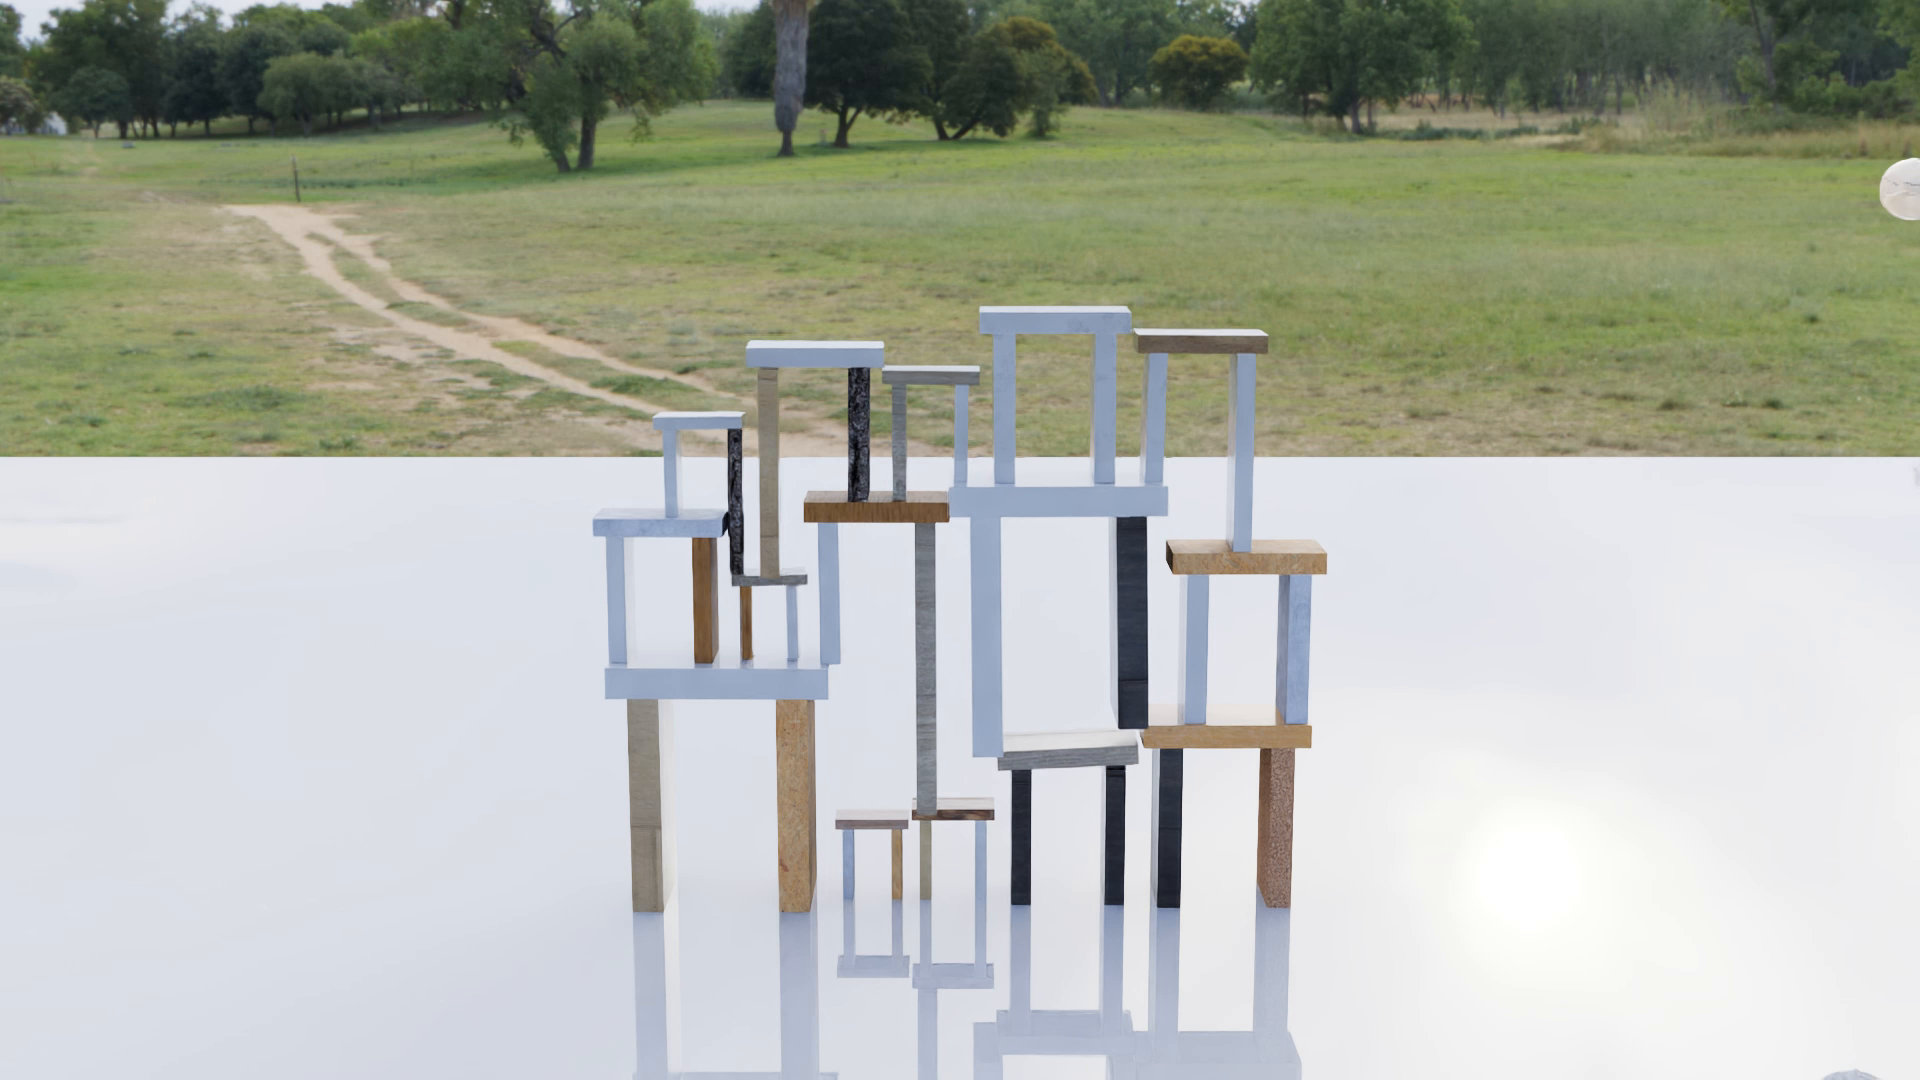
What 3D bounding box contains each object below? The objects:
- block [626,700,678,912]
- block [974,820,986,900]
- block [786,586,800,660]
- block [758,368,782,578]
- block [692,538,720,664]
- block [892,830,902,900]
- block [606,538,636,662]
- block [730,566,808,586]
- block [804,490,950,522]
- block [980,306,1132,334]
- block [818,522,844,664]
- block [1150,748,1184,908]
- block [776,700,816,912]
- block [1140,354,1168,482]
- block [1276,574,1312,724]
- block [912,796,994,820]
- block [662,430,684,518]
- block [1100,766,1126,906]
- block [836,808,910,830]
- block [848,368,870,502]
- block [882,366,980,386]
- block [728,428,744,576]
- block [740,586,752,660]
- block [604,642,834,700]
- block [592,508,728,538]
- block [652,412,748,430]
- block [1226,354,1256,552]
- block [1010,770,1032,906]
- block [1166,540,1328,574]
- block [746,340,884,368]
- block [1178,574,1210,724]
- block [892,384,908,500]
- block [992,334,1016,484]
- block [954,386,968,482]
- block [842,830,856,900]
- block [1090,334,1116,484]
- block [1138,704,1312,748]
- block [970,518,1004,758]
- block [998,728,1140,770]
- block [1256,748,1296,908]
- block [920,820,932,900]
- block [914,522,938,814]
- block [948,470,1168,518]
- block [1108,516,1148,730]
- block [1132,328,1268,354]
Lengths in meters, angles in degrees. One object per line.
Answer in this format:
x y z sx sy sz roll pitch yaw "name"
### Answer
-0.508 0.414 3.638 0.051 0.357 0.179 0 11 0 "block"
0.034 0.522 3.660 0.019 0.137 0.068 0 11 0 "block"
-0.272 0.129 3.579 0.017 0.122 0.061 -1 12 -1 "block"
-0.305 -0.114 3.529 0.030 0.339 0.107 0 11 -3 "block"
-0.413 0.088 3.573 0.029 0.206 0.103 0 11 0 "block"
-0.105 0.530 3.660 0.017 0.121 0.060 0 11 0 "block"
-0.551 0.087 3.573 0.029 0.206 0.103 0 11 0 "block"
-0.310 0.060 3.568 0.122 0.017 0.061 -1 11 -7 "block"
-0.133 -0.054 3.546 0.231 0.033 0.116 0 11 0 "block"
0.149 -0.350 3.494 0.237 0.034 0.118 0 11 1 "block"
-0.209 0.076 3.570 0.033 0.231 0.116 -1 11 0 "block"
0.342 0.457 3.643 0.038 0.271 0.135 0 11 0 "block"
-0.270 0.414 3.638 0.051 0.357 0.179 0 11 0 "block"
0.309 -0.202 3.519 0.029 0.204 0.102 1 10 0 "block"
0.544 0.165 3.590 0.035 0.246 0.123 0 11 0 "block"
-0.011 0.445 3.646 0.137 0.019 0.068 0 11 0 "block"
-0.462 -0.112 3.537 0.020 0.140 0.070 -1 11 0 "block"
0.253 0.477 3.650 0.033 0.230 0.115 0 11 0 "block"
-0.145 0.463 3.648 0.121 0.017 0.060 0 11 0 "block"
-0.162 -0.176 3.524 0.030 0.214 0.107 1 11 0 "block"
-0.046 -0.263 3.513 0.154 0.022 0.077 1 11 0 "block"
-0.362 -0.066 3.543 0.020 0.236 0.070 -1 10 -9 "block"
-0.349 0.129 3.581 0.017 0.122 0.061 -2 12 -8 "block"
-0.389 0.213 3.601 0.357 0.051 0.179 0 11 0 "block"
-0.482 -0.028 3.552 0.206 0.029 0.103 0 11 0 "block"
-0.416 -0.191 3.521 0.140 0.020 0.070 0 10 2 "block"
0.450 -0.146 3.531 0.029 0.317 0.102 0 11 0 "block"
0.100 0.477 3.650 0.033 0.230 0.115 0 11 0 "block"
0.462 0.027 3.565 0.246 0.035 0.123 0 11 0 "block"
-0.230 -0.296 3.497 0.214 0.030 0.107 0 11 -2 "block"
0.380 0.165 3.590 0.035 0.246 0.123 0 11 0 "block"
-0.097 -0.162 3.531 0.022 0.185 0.077 0 11 0 "block"
0.070 -0.216 3.518 0.034 0.237 0.118 0 11 0 "block"
0.002 -0.176 3.528 0.022 0.154 0.077 1 11 0 "block"
-0.185 0.530 3.660 0.017 0.121 0.060 0 11 0 "block"
0.229 -0.217 3.517 0.034 0.237 0.118 0 11 0 "block"
0.432 0.305 3.613 0.271 0.038 0.135 0 11 0 "block"
0.042 0.141 3.582 0.049 0.392 0.172 -1 11 0 "block"
0.176 0.344 3.625 0.230 0.033 0.115 -3 11 1 "block"
0.522 0.457 3.643 0.038 0.271 0.135 0 11 0 "block"
-0.057 0.522 3.660 0.019 0.137 0.068 0 11 0 "block"
-0.055 0.200 3.593 0.033 0.483 0.116 0 11 0 "block"
0.155 -0.076 3.540 0.345 0.049 0.172 0 11 0 "block"
0.273 0.118 3.575 0.049 0.345 0.172 -1 11 0 "block"
0.381 -0.316 3.498 0.204 0.029 0.102 0 11 0 "block"
